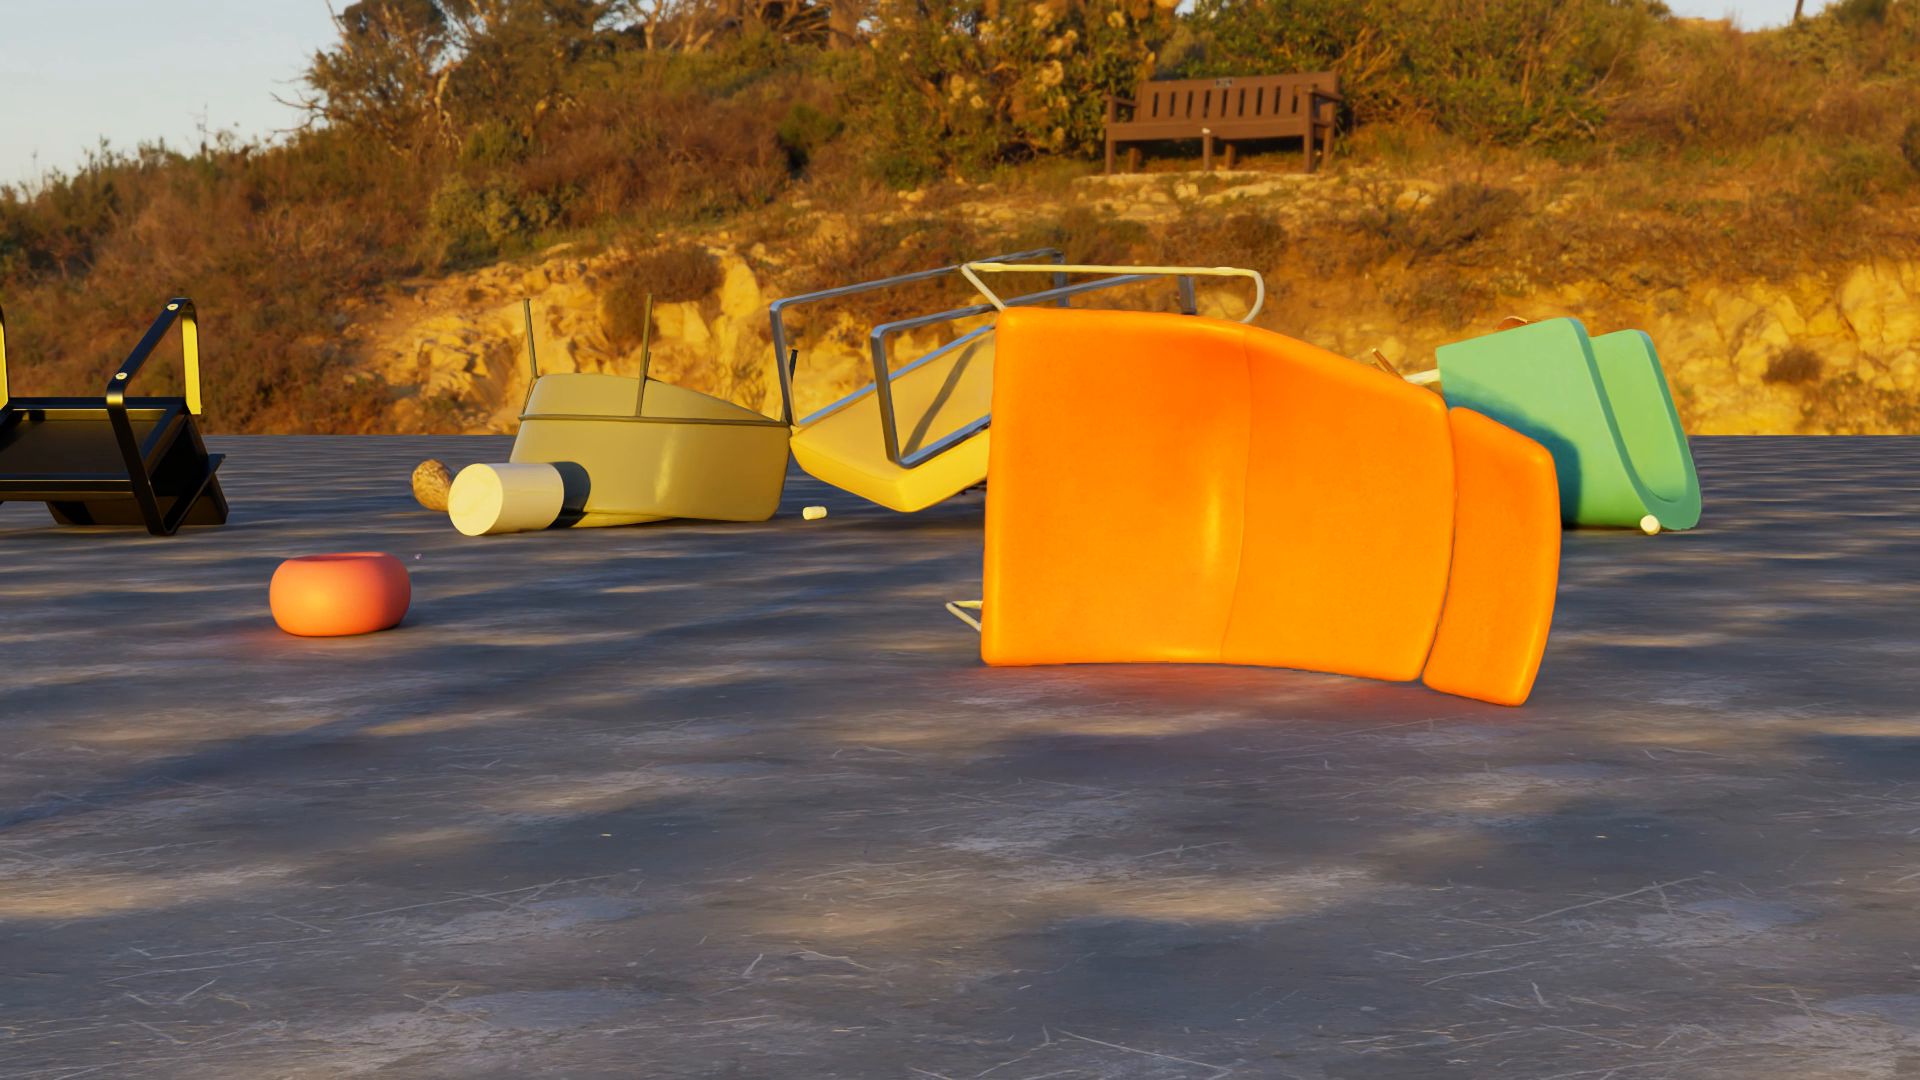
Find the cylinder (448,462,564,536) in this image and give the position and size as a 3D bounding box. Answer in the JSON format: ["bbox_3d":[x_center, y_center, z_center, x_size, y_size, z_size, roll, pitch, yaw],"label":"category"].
[{"bbox_3d":[-1.408,-0.130,6.827,0.255,0.211,0.253,-31,-15,33],"label":"cylinder"}]

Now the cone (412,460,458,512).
[{"bbox_3d":[-1.858,-0.148,8.013,0.172,0.242,0.223,-42,49,-12],"label":"cone"}]

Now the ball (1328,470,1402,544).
[{"bbox_3d":[1.175,-0.096,6.389,0.213,0.213,0.213,0,4,0],"label":"ball"}]

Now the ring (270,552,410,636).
[{"bbox_3d":[-1.160,0.099,4.122,0.250,0.136,0.421,-2,3,-7],"label":"ring"}]

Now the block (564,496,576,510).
[{"bbox_3d":[-1.464,-0.139,8.249,0.035,0.044,0.037,1,4,13],"label":"block"}]
